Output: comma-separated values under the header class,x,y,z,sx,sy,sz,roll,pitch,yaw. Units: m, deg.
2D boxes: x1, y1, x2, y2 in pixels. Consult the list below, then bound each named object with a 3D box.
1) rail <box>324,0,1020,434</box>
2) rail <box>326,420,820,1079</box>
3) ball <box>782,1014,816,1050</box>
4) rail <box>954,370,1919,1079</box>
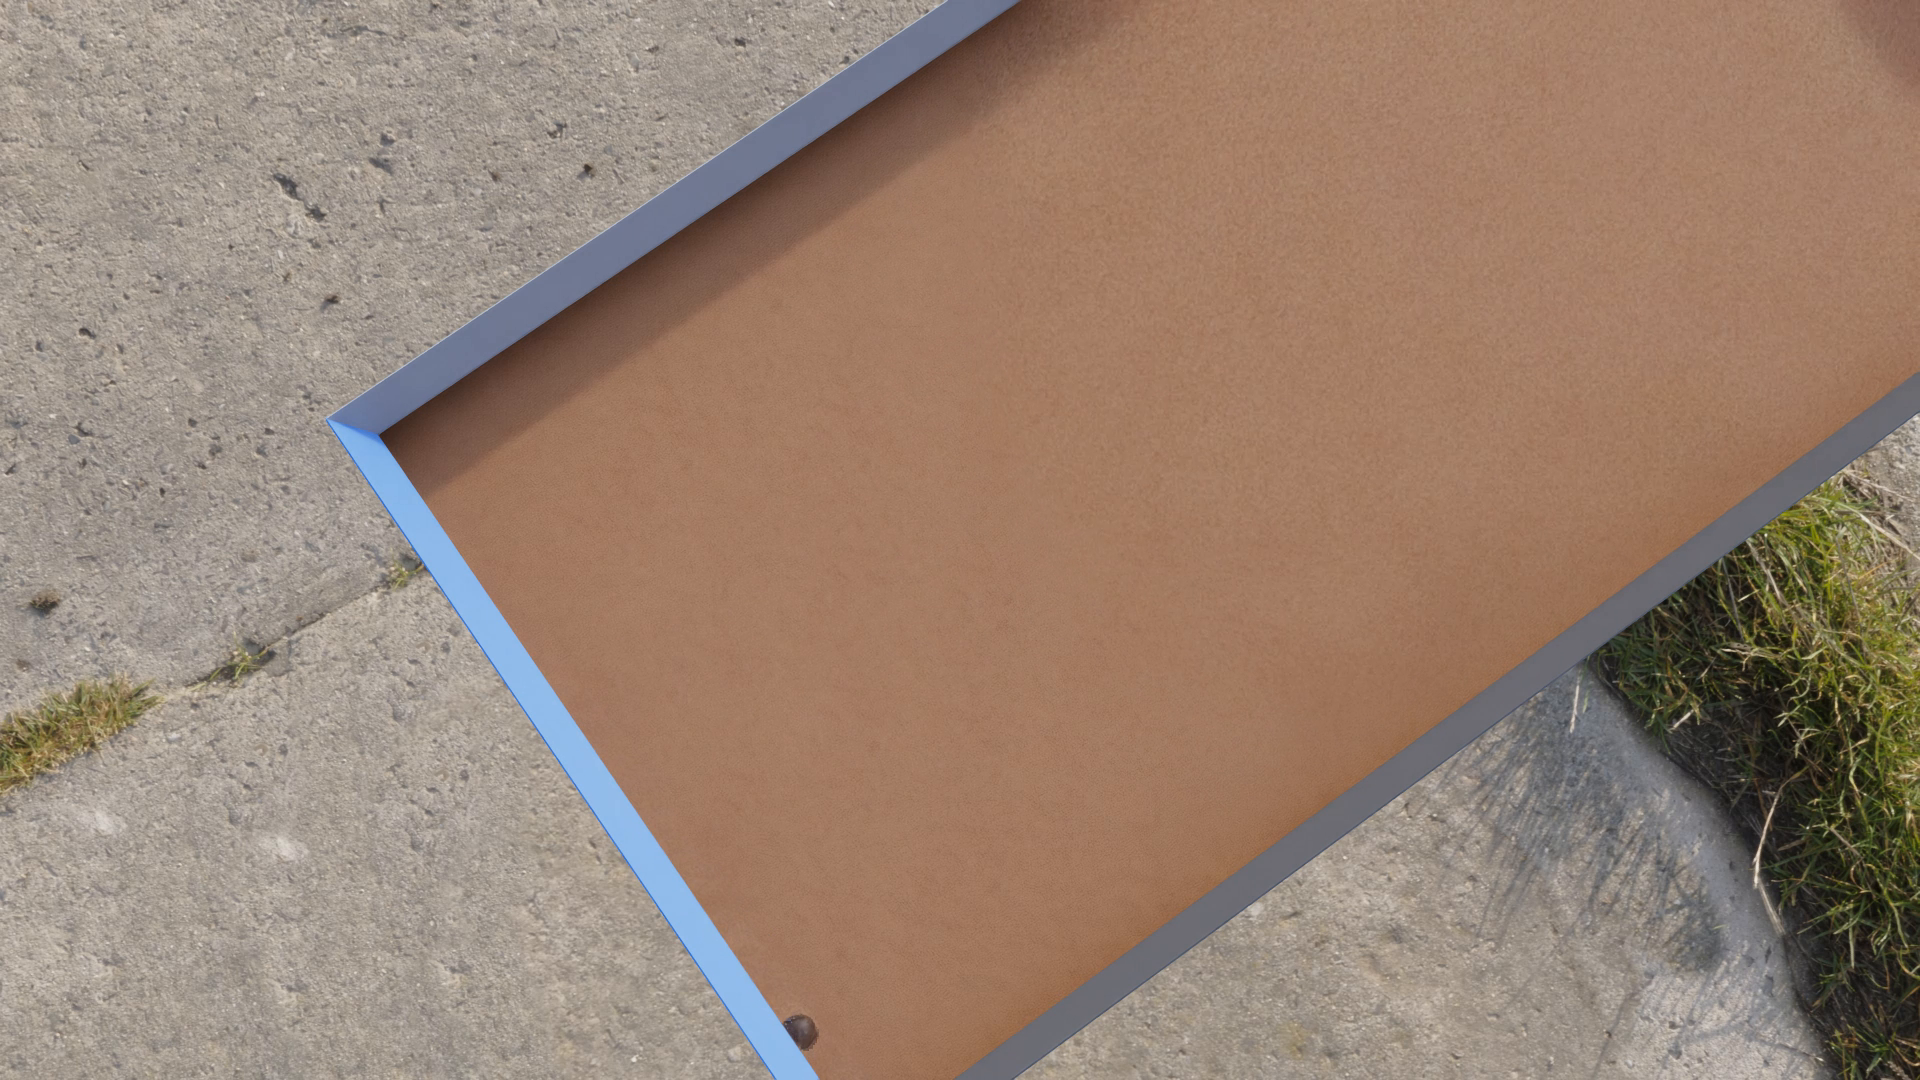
class,x,y,z,sx,sy,sz,roll,pitch,yaw
rail,0.160,-0.910,3.418,2.655,0.117,0.045,-35,82,-6
rail,-0.521,0.361,3.195,0.045,0.117,1.356,-35,82,-6
ball,-0.232,0.709,3.168,0.052,0.052,0.052,0,80,0
rail,0.920,0.139,3.234,2.655,0.117,0.045,-35,82,-6
